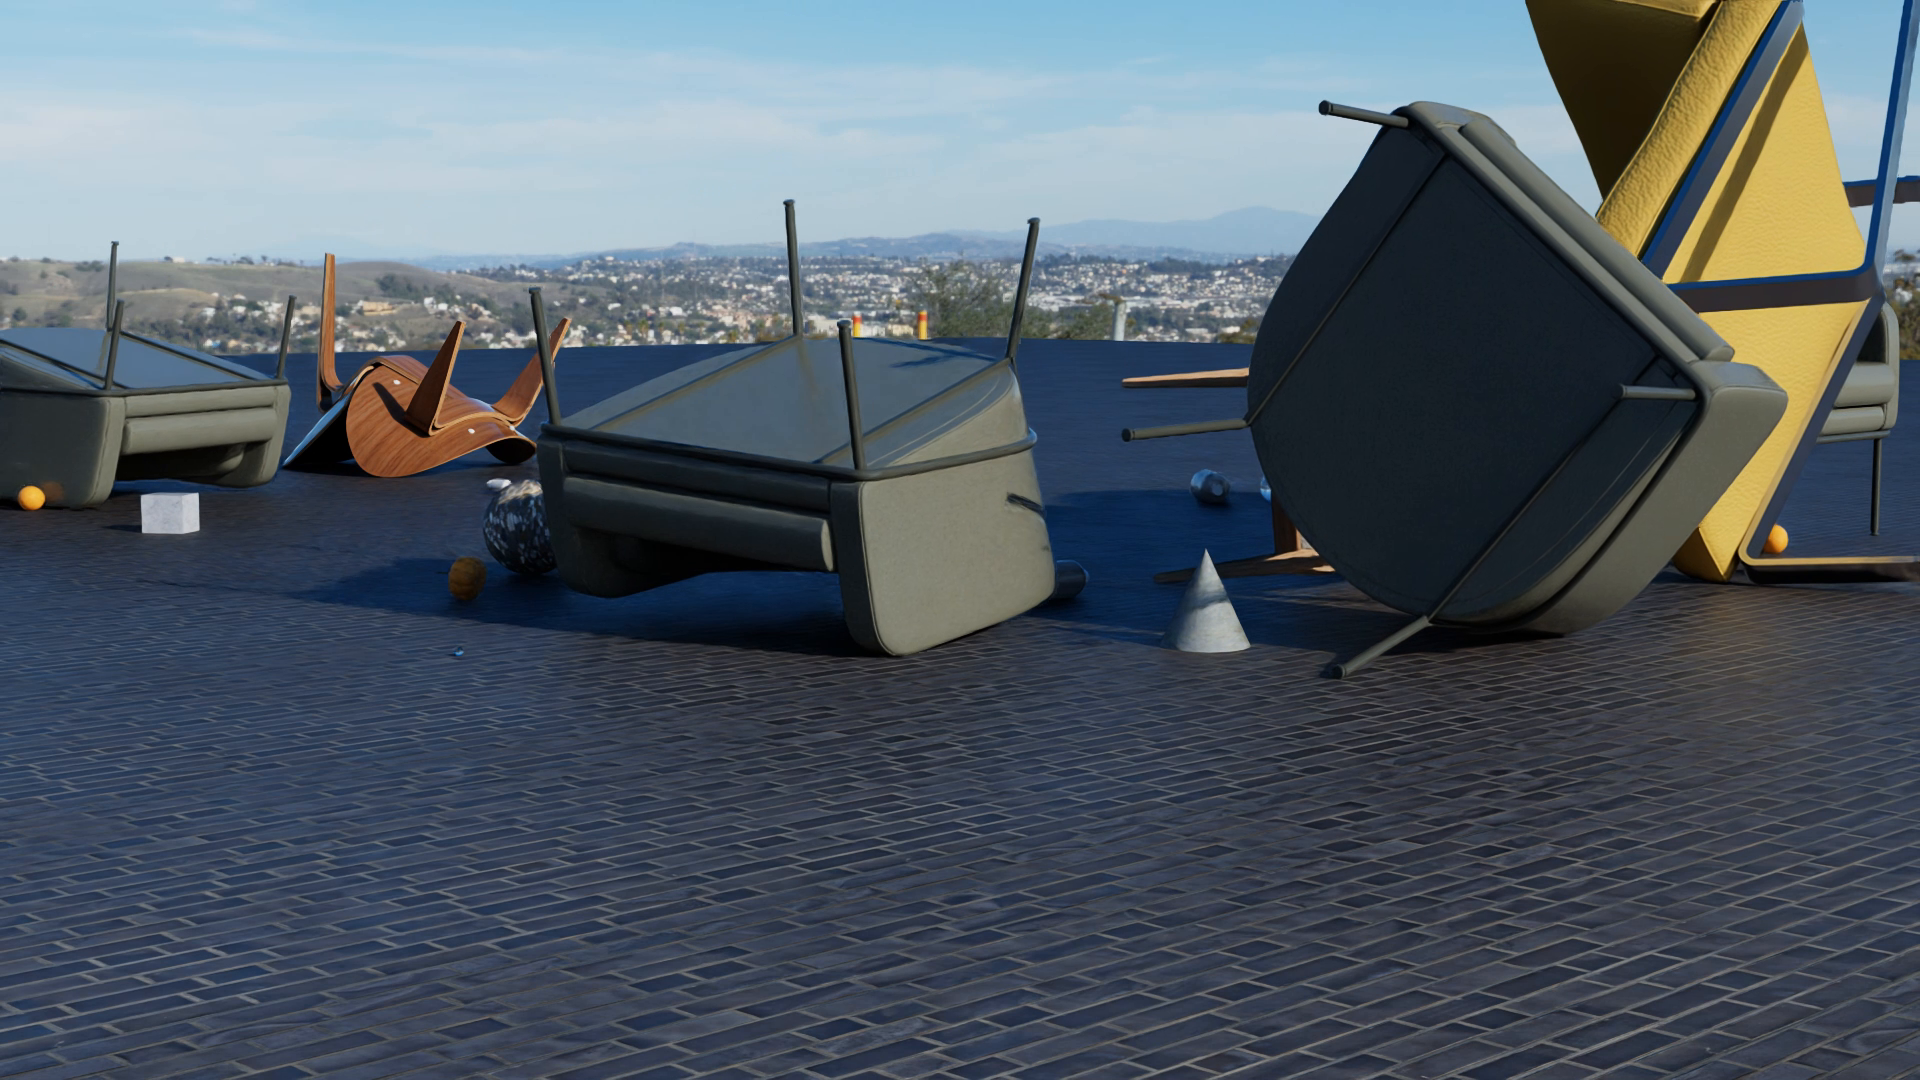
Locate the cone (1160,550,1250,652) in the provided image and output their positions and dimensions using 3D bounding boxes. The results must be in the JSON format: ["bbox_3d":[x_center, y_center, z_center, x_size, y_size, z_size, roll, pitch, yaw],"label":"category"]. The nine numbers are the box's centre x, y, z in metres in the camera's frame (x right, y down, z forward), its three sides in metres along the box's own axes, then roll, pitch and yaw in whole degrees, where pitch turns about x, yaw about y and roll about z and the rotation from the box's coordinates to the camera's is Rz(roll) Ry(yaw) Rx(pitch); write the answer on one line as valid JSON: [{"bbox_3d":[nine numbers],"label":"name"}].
[{"bbox_3d":[0.438,0.101,4.580,0.162,0.174,0.180,0,6,2],"label":"cone"}]

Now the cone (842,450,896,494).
[{"bbox_3d":[-0.296,-0.173,7.758,0.151,0.147,0.159,-26,26,18],"label":"cone"}]

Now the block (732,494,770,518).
[{"bbox_3d":[-0.577,-0.094,7.066,0.084,0.053,0.059,-5,8,-41],"label":"block"}]

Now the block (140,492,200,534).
[{"bbox_3d":[-2.037,-0.070,6.617,0.114,0.097,0.089,1,6,10],"label":"block"}]

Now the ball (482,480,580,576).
[{"bbox_3d":[-0.945,-0.028,5.656,0.211,0.211,0.211,0,6,0],"label":"ball"}]

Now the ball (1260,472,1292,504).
[{"bbox_3d":[0.915,-0.150,7.427,0.092,0.092,0.092,0,6,0],"label":"ball"}]
